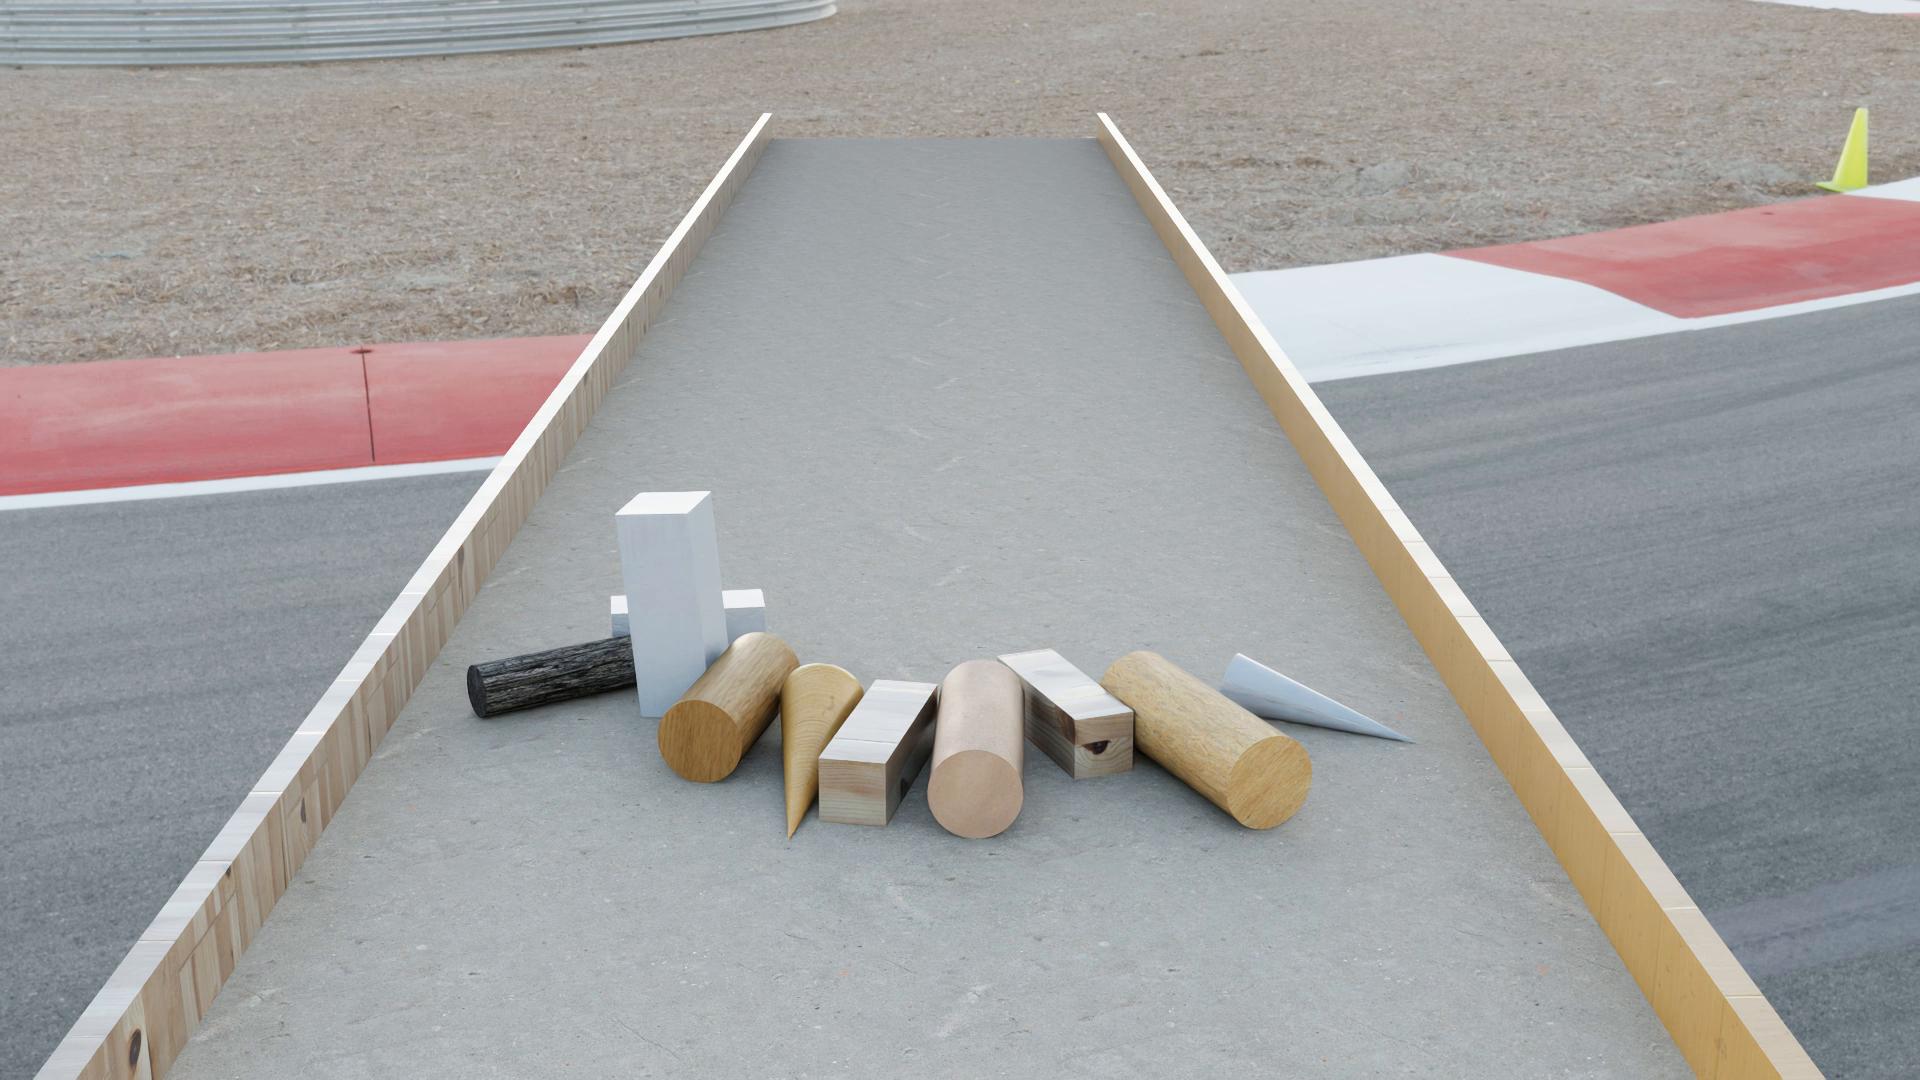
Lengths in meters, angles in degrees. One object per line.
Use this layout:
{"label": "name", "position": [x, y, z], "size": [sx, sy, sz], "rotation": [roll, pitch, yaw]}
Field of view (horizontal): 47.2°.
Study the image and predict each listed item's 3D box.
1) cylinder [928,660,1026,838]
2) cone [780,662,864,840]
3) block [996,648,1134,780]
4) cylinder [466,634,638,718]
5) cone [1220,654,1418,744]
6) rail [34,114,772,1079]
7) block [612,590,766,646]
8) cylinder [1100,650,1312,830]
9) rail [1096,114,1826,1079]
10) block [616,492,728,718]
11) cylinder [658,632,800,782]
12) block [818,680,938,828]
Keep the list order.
{"label": "cylinder", "position": [0.032, 0.351, 3.775], "size": [0.156, 0.156, 0.434], "rotation": [1, 17, 2]}
{"label": "cone", "position": [-0.264, 0.391, 3.777], "size": [0.157, 0.157, 0.455], "rotation": [1, 26, 4]}
{"label": "block", "position": [0.186, 0.311, 3.985], "size": [0.111, 0.111, 0.354], "rotation": [-6, 18, -21]}
{"label": "cylinder", "position": [-0.709, 0.247, 4.221], "size": [0.460, 0.100, 0.100], "rotation": [-11, 20, -32]}
{"label": "cone", "position": [0.672, 0.318, 4.058], "size": [0.373, 0.113, 0.113], "rotation": [18, 22, 24]}
{"label": "rail", "position": [-1.118, -0.838, 7.780], "size": [0.050, 0.150, 12.000], "rotation": [0, 17, -1]}
{"label": "block", "position": [-0.548, 0.177, 4.434], "size": [0.303, 0.112, 0.112], "rotation": [-3, 17, -8]}
{"label": "cylinder", "position": [0.415, 0.338, 3.804], "size": [0.163, 0.163, 0.458], "rotation": [-7, 18, -23]}
{"label": "rail", "position": [0.932, -0.844, 7.801], "size": [0.050, 0.150, 12.000], "rotation": [0, 17, -1]}
{"label": "block", "position": [-0.530, 0.120, 4.104], "size": [0.138, 0.397, 0.138], "rotation": [-1, 18, 12]}
{"label": "cylinder", "position": [-0.410, 0.297, 3.962], "size": [0.153, 0.153, 0.366], "rotation": [4, 17, 12]}
{"label": "block", "position": [-0.137, 0.364, 3.805], "size": [0.114, 0.114, 0.383], "rotation": [4, 17, 12]}
